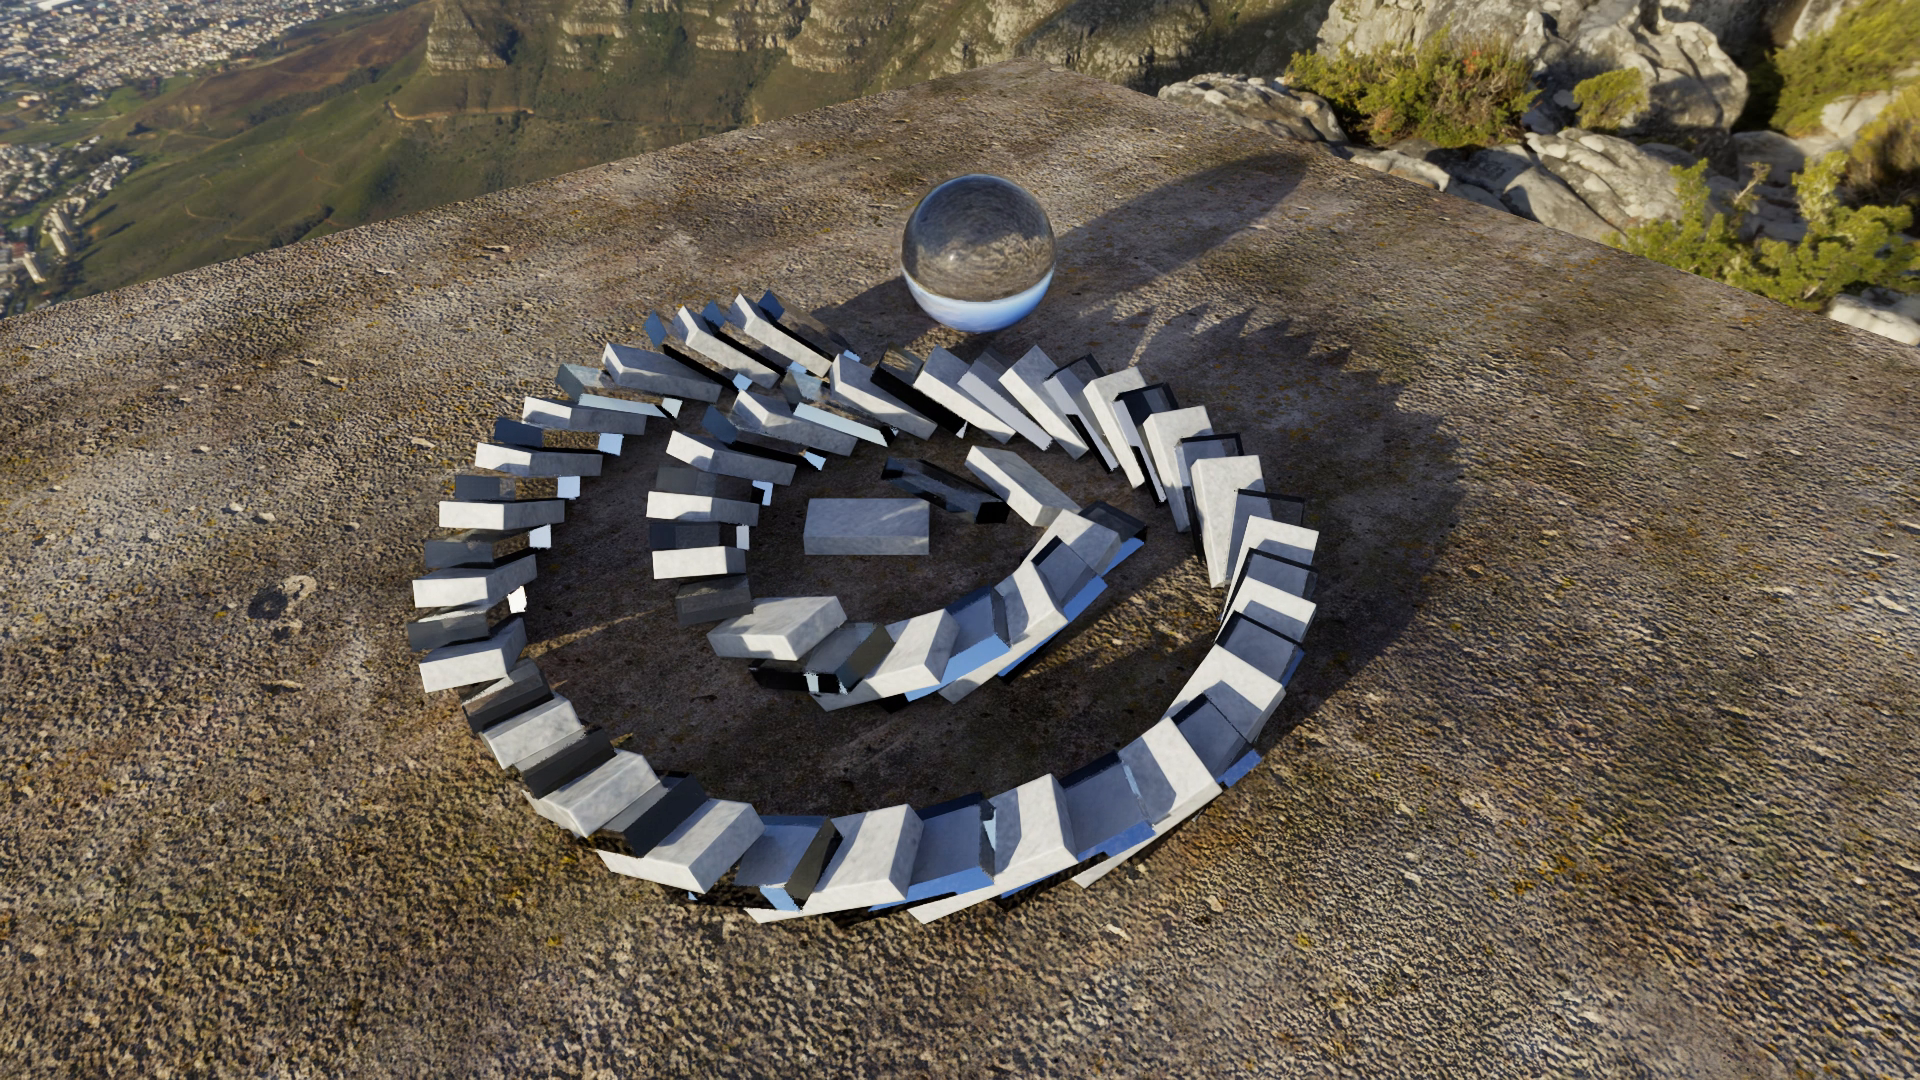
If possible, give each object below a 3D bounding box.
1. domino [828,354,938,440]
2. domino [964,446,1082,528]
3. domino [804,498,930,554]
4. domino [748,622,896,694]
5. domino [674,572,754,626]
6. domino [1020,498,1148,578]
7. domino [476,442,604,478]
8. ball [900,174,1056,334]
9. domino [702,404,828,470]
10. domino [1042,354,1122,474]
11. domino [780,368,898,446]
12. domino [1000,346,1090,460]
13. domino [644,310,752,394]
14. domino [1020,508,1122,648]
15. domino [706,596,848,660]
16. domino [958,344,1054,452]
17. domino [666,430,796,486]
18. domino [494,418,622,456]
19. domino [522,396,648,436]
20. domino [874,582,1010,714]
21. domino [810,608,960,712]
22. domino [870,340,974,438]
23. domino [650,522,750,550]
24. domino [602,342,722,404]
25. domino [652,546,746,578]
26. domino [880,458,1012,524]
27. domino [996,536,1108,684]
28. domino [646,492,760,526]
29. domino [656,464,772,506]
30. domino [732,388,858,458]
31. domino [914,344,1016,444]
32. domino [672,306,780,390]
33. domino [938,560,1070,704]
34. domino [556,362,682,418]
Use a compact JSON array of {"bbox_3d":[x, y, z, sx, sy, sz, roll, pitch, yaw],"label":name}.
[{"bbox_3d":[-0.035,-0.065,0.504,0.050,0.010,0.025,22,33,-24],"label":"domino"},{"bbox_3d":[0.026,-0.022,0.462,0.025,0.010,0.050,4,29,-42],"label":"domino"},{"bbox_3d":[-0.037,-0.006,0.450,0.050,0.009,0.025,0,39,0],"label":"domino"},{"bbox_3d":[-0.048,0.040,0.375,0.050,0.009,0.025,-5,32,46],"label":"domino"},{"bbox_3d":[-0.088,0.021,0.397,0.025,0.010,0.050,-10,6,-11],"label":"domino"},{"bbox_3d":[0.050,0.004,0.439,0.025,0.010,0.050,31,48,32],"label":"domino"},{"bbox_3d":[-0.176,-0.034,0.464,0.025,0.009,0.050,12,7,14],"label":"domino"},{"bbox_3d":[0.010,-0.147,0.567,0.080,0.080,0.080,0,39,0],"label":"ball"},{"bbox_3d":[-0.084,-0.044,0.476,0.050,0.009,0.025,11,21,-49],"label":"domino"},{"bbox_3d":[0.062,-0.057,0.492,0.025,0.010,0.050,-31,84,-32],"label":"domino"},{"bbox_3d":[-0.054,-0.059,0.496,0.050,0.010,0.025,17,28,-35],"label":"domino"},{"bbox_3d":[0.043,-0.062,0.497,0.050,0.009,0.025,46,48,-3],"label":"domino"},{"bbox_3d":[-0.125,-0.089,0.527,0.050,0.010,0.025,27,18,-43],"label":"domino"},{"bbox_3d":[0.036,0.014,0.413,0.025,0.010,0.050,26,66,30],"label":"domino"},{"bbox_3d":[-0.065,0.031,0.387,0.050,0.009,0.025,-4,27,47],"label":"domino"},{"bbox_3d":[0.026,-0.065,0.504,0.050,0.009,0.025,38,45,-3],"label":"domino"},{"bbox_3d":[-0.095,-0.034,0.462,0.025,0.009,0.050,25,9,31],"label":"domino"},{"bbox_3d":[-0.173,-0.045,0.477,0.025,0.009,0.050,14,7,20],"label":"domino"},{"bbox_3d":[-0.166,-0.055,0.489,0.025,0.009,0.050,15,8,21],"label":"domino"},{"bbox_3d":[-0.007,0.037,0.376,0.050,0.010,0.025,-30,36,20],"label":"domino"},{"bbox_3d":[-0.026,0.041,0.372,0.050,0.009,0.025,-18,34,33],"label":"domino"},{"bbox_3d":[-0.015,-0.070,0.508,0.050,0.010,0.025,31,36,-12],"label":"domino"},{"bbox_3d":[-0.099,-0.001,0.420,0.025,0.010,0.050,-1,-1,2],"label":"domino"},{"bbox_3d":[-0.141,-0.079,0.522,0.050,0.009,0.025,7,29,-39],"label":"domino"},{"bbox_3d":[-0.096,0.009,0.409,0.025,0.010,0.050,-5,-1,-3],"label":"domino"},{"bbox_3d":[-0.006,-0.021,0.460,0.050,0.010,0.025,27,16,29],"label":"domino"},{"bbox_3d":[0.026,0.025,0.392,0.050,0.010,0.025,-45,48,2],"label":"domino"},{"bbox_3d":[-0.100,-0.012,0.434,0.025,0.010,0.050,5,0,10],"label":"domino"},{"bbox_3d":[-0.099,-0.022,0.446,0.025,0.010,0.050,9,1,16],"label":"domino"},{"bbox_3d":[-0.072,-0.051,0.484,0.050,0.009,0.025,13,20,-45],"label":"domino"},{"bbox_3d":[0.005,-0.067,0.506,0.050,0.010,0.025,32,40,-11],"label":"domino"},{"bbox_3d":[-0.112,-0.092,0.531,0.050,0.009,0.025,27,18,-44],"label":"domino"},{"bbox_3d":[0.011,0.032,0.382,0.050,0.009,0.025,-37,42,12],"label":"domino"},{"bbox_3d":[-0.157,-0.069,0.509,0.050,0.010,0.025,4,27,-48],"label":"domino"}]
